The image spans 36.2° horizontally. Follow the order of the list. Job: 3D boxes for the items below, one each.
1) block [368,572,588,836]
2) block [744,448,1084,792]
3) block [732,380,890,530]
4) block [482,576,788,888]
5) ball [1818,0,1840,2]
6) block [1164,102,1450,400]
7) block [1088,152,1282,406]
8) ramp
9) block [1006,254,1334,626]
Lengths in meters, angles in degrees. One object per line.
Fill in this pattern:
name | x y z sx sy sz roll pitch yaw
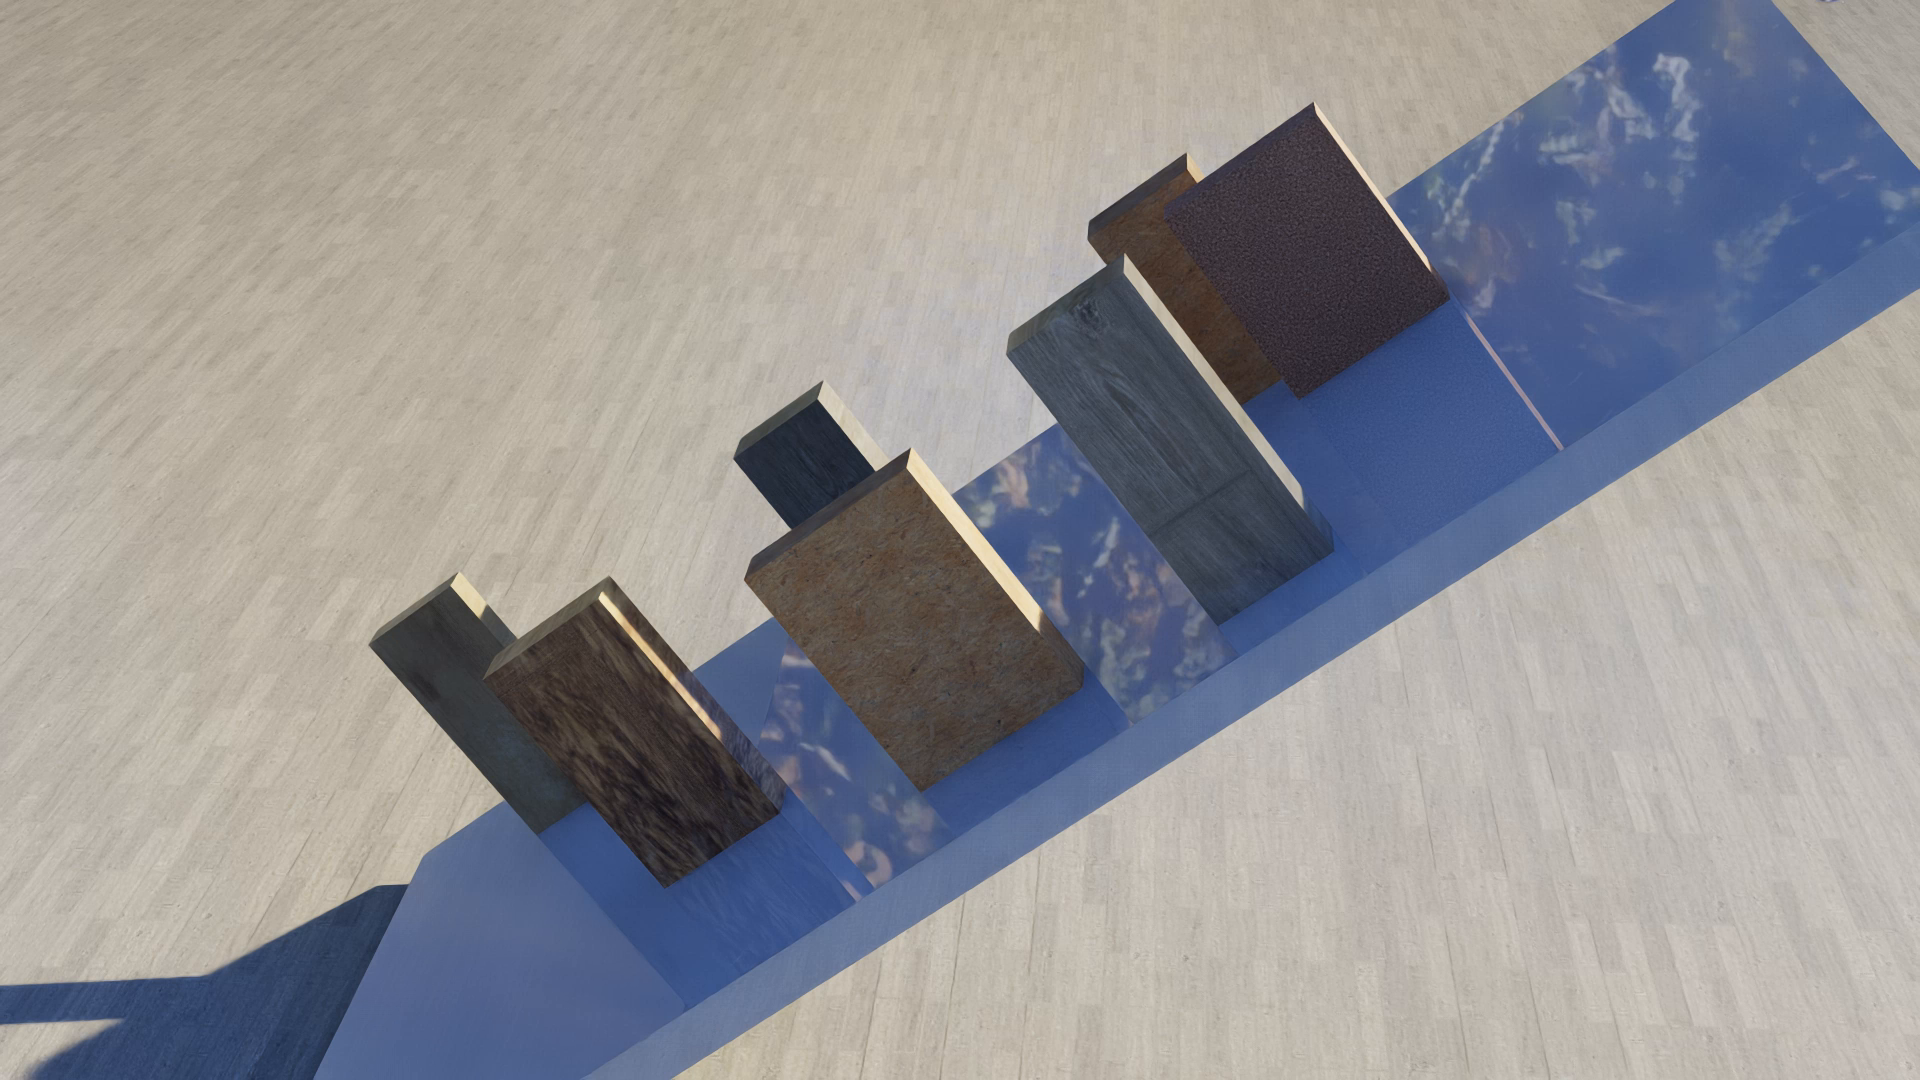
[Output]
block | -1.123 0.401 7.156 0.266 0.631 0.089 -34 16 16
block | -0.084 0.158 5.638 0.391 0.553 0.111 -34 16 16
block | -0.298 -0.120 7.097 0.259 0.451 0.141 -34 16 16
block | -0.679 0.408 6.189 0.317 0.601 0.124 -34 16 16
ball | 1.688 -1.107 5.702 0.130 0.130 0.130 0 23 0
block | 0.716 -0.594 6.078 0.377 0.483 0.100 -34 16 16
block | 0.529 -0.548 6.346 0.261 0.498 0.141 -34 16 16
ramp | 0.129 0.179 6.321 4.000 0.100 2.000 -34 16 16
block | 0.385 -0.177 5.339 0.259 0.650 0.119 -34 16 16
